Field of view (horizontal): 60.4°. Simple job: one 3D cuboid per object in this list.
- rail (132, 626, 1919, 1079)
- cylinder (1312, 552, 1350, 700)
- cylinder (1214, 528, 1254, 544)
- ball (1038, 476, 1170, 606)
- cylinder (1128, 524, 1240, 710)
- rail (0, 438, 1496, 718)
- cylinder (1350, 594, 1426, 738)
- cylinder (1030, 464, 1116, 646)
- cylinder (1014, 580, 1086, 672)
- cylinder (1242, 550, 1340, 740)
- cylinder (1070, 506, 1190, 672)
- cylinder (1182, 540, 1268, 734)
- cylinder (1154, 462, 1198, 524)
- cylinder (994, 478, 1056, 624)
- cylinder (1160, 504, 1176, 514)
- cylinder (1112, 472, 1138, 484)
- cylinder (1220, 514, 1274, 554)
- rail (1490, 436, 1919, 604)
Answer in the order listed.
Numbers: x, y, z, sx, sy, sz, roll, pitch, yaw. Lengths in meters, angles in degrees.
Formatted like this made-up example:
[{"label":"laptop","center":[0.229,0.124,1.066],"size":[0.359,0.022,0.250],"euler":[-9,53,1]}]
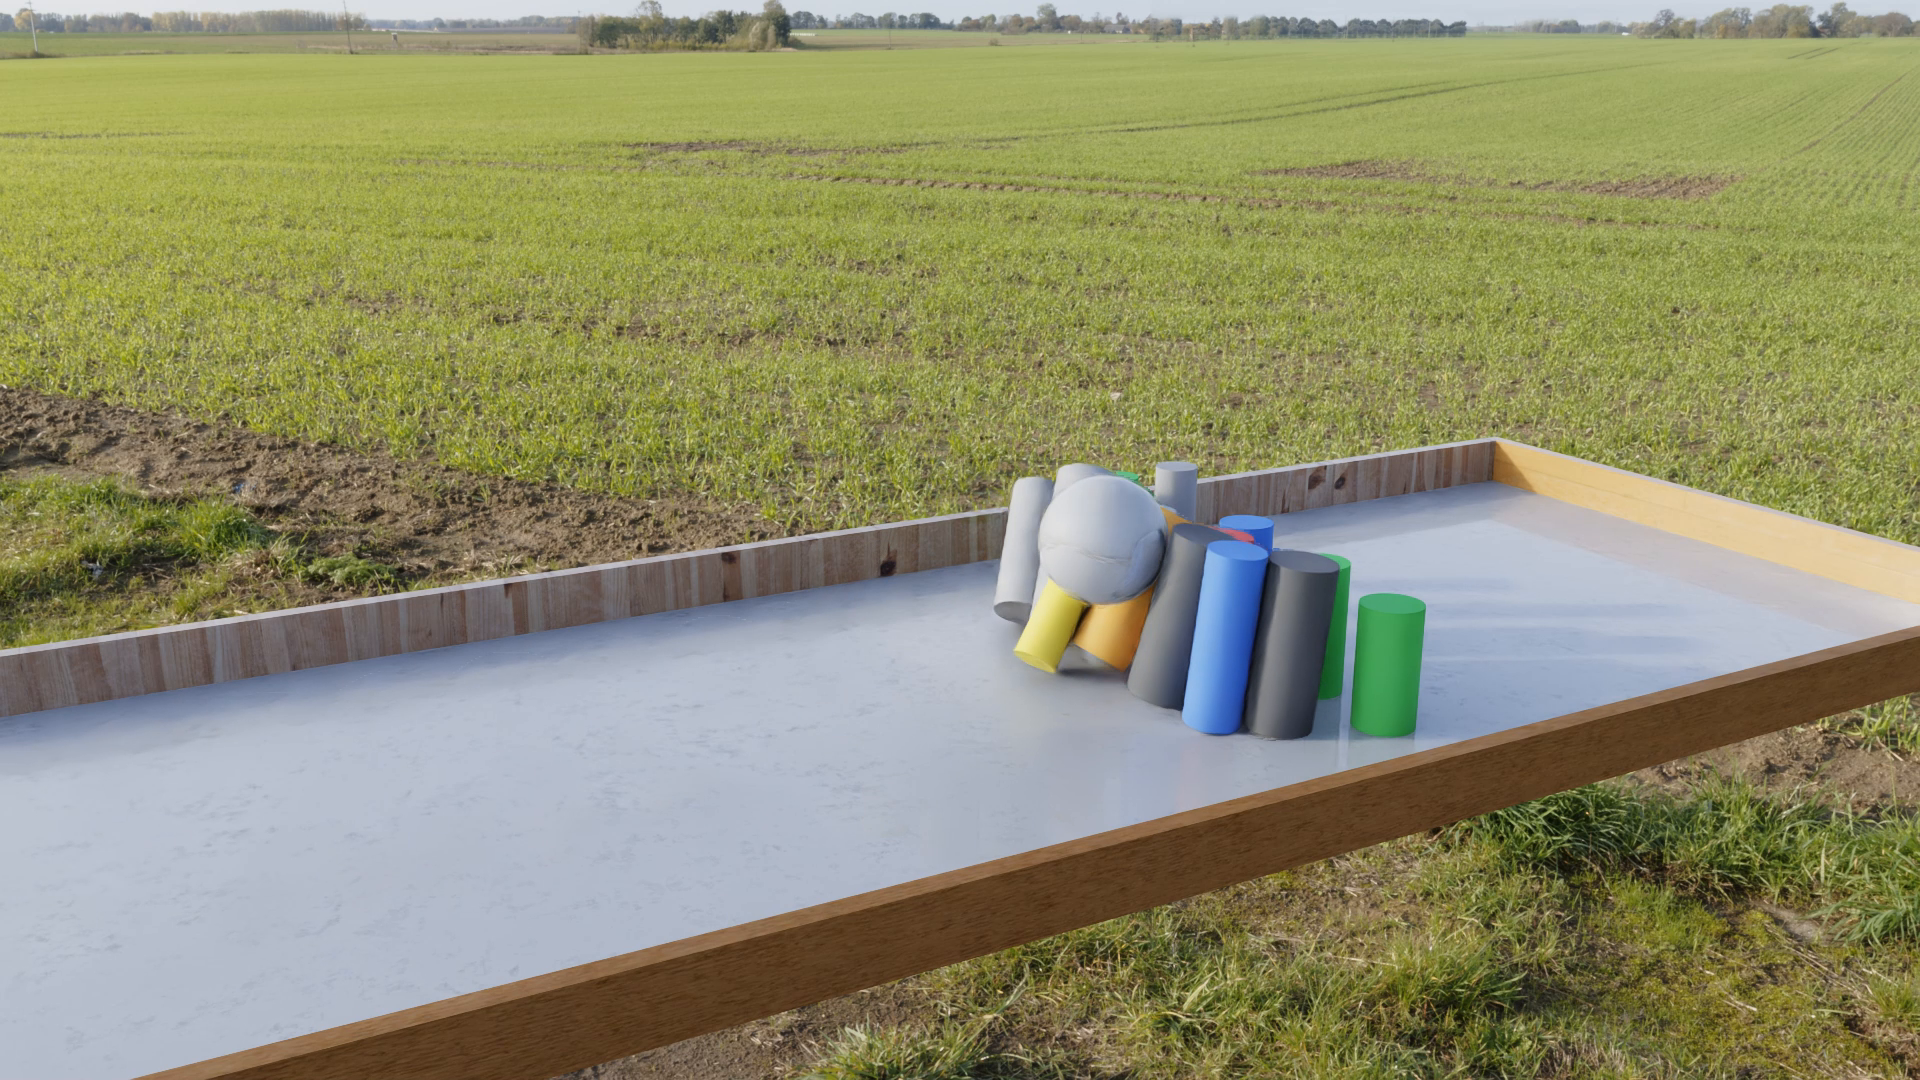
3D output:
[{"label":"rail","center":[-2.336,1.006,1.665],"size":[12.000,0.150,0.050],"euler":[-9,18,-27]},{"label":"cylinder","center":[0.876,0.211,4.051],"size":[0.145,0.331,0.145],"euler":[0,16,0]},{"label":"cylinder","center":[0.630,0.170,4.089],"size":[0.154,0.376,0.154],"euler":[4,14,-1]},{"label":"ball","center":[0.349,0.002,4.005],"size":[0.318,0.318,0.318],"euler":[0,16,0]},{"label":"cylinder","center":[0.538,0.184,3.949],"size":[0.174,0.411,0.174],"euler":[13,18,-4]},{"label":"rail","center":[-3.305,0.497,3.399],"size":[12.000,0.150,0.050],"euler":[-9,18,-27]},{"label":"cylinder","center":[0.994,0.290,3.837],"size":[0.150,0.300,0.150],"euler":[0,16,0]},{"label":"cylinder","center":[0.305,0.039,4.400],"size":[0.171,0.457,0.171],"euler":[10,-21,4]},{"label":"cylinder","center":[0.254,0.175,4.192],"size":[0.115,0.302,0.115],"euler":[25,-15,7]},{"label":"cylinder","center":[0.759,0.240,3.797],"size":[0.162,0.403,0.162],"euler":[5,17,-2]},{"label":"cylinder","center":[0.451,0.120,4.192],"size":[0.160,0.406,0.160],"euler":[30,0,0]},{"label":"cylinder","center":[0.610,0.225,3.806],"size":[0.138,0.429,0.138],"euler":[5,19,-2]},{"label":"cylinder","center":[0.592,0.005,4.570],"size":[0.114,0.433,0.114],"euler":[0,16,0]},{"label":"cylinder","center":[0.198,0.030,4.569],"size":[0.157,0.379,0.157],"euler":[8,-25,4]},{"label":"cylinder","center":[0.467,0.089,4.380],"size":[0.167,0.360,0.167],"euler":[6,12,-1]},{"label":"cylinder","center":[0.459,-0.021,4.818],"size":[0.116,0.343,0.116],"euler":[0,16,0]},{"label":"cylinder","center":[0.742,0.122,4.317],"size":[0.138,0.351,0.138],"euler":[0,16,0]},{"label":"rail","center":[2.466,-0.048,5.253],"size":[0.050,0.150,2.100],"euler":[-9,18,-27]}]
